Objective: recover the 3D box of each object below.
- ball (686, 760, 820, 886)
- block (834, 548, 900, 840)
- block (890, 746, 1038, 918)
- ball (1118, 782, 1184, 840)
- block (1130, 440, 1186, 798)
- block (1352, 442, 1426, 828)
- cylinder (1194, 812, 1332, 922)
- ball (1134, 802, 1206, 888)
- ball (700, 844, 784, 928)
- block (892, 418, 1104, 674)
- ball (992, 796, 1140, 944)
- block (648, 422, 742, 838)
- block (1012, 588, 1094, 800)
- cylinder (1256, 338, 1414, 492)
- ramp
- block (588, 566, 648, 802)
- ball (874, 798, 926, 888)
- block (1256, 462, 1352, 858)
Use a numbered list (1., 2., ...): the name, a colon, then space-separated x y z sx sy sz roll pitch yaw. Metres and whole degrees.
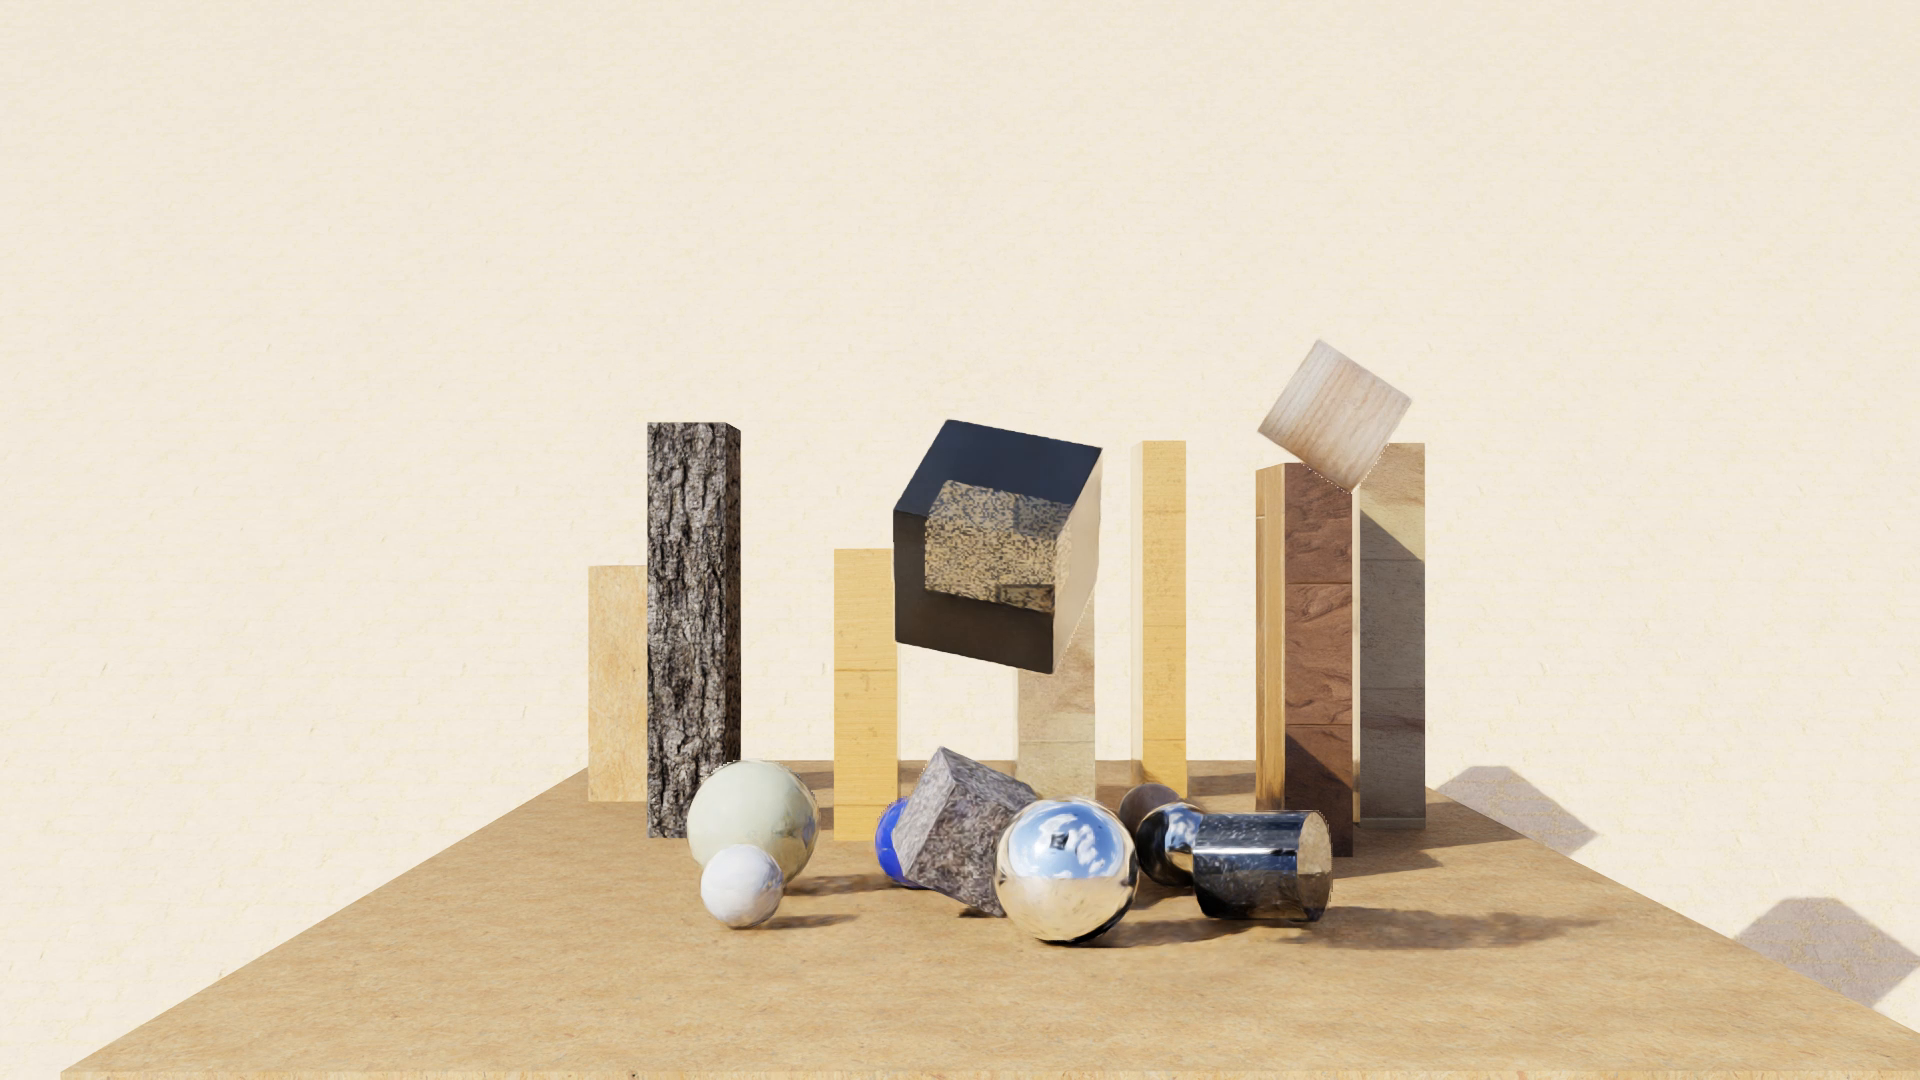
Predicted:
1. ball: -0.326 0.452 4.077 0.208 0.208 0.208 0 31 0
2. block: -0.175 0.288 4.966 0.118 0.543 0.308 0 0 0
3. block: 0.014 0.430 3.827 0.159 0.159 0.159 25 11 -15
4. ball: 0.316 0.455 4.248 0.114 0.114 0.114 0 31 0
5. block: 0.446 0.174 5.850 0.095 0.780 0.401 0 0 0
6. block: 0.839 0.186 5.183 0.127 0.748 0.322 0 0 0
7. cylinder: 0.436 0.469 3.724 0.155 0.155 0.155 -2 27 26
8. ball: 0.346 0.487 4.128 0.137 0.137 0.137 0 31 0
9. ball: -0.311 0.494 3.698 0.119 0.119 0.119 0 31 0
10. block: 0.047 0.006 3.157 0.201 0.201 0.201 11 38 14
11. ball: 0.145 0.452 3.552 0.202 0.202 0.202 0 31 0
12. block: -0.513 0.170 5.030 0.147 0.781 0.346 0 0 0
13. block: 0.146 0.289 4.140 0.116 0.534 0.441 0 0 0
14. cylinder: 0.391 -0.131 2.705 0.117 0.117 0.117 34 37 4
15. ramp: 0.068 0.608 4.677 2.000 0.100 4.000 0 0 0
16. block: -0.735 0.310 5.768 0.131 0.507 0.387 0 0 0
17. ball: -0.063 0.483 4.131 0.147 0.147 0.147 0 31 0
18. block: 0.631 0.212 4.776 0.119 0.694 0.445 0 0 0
